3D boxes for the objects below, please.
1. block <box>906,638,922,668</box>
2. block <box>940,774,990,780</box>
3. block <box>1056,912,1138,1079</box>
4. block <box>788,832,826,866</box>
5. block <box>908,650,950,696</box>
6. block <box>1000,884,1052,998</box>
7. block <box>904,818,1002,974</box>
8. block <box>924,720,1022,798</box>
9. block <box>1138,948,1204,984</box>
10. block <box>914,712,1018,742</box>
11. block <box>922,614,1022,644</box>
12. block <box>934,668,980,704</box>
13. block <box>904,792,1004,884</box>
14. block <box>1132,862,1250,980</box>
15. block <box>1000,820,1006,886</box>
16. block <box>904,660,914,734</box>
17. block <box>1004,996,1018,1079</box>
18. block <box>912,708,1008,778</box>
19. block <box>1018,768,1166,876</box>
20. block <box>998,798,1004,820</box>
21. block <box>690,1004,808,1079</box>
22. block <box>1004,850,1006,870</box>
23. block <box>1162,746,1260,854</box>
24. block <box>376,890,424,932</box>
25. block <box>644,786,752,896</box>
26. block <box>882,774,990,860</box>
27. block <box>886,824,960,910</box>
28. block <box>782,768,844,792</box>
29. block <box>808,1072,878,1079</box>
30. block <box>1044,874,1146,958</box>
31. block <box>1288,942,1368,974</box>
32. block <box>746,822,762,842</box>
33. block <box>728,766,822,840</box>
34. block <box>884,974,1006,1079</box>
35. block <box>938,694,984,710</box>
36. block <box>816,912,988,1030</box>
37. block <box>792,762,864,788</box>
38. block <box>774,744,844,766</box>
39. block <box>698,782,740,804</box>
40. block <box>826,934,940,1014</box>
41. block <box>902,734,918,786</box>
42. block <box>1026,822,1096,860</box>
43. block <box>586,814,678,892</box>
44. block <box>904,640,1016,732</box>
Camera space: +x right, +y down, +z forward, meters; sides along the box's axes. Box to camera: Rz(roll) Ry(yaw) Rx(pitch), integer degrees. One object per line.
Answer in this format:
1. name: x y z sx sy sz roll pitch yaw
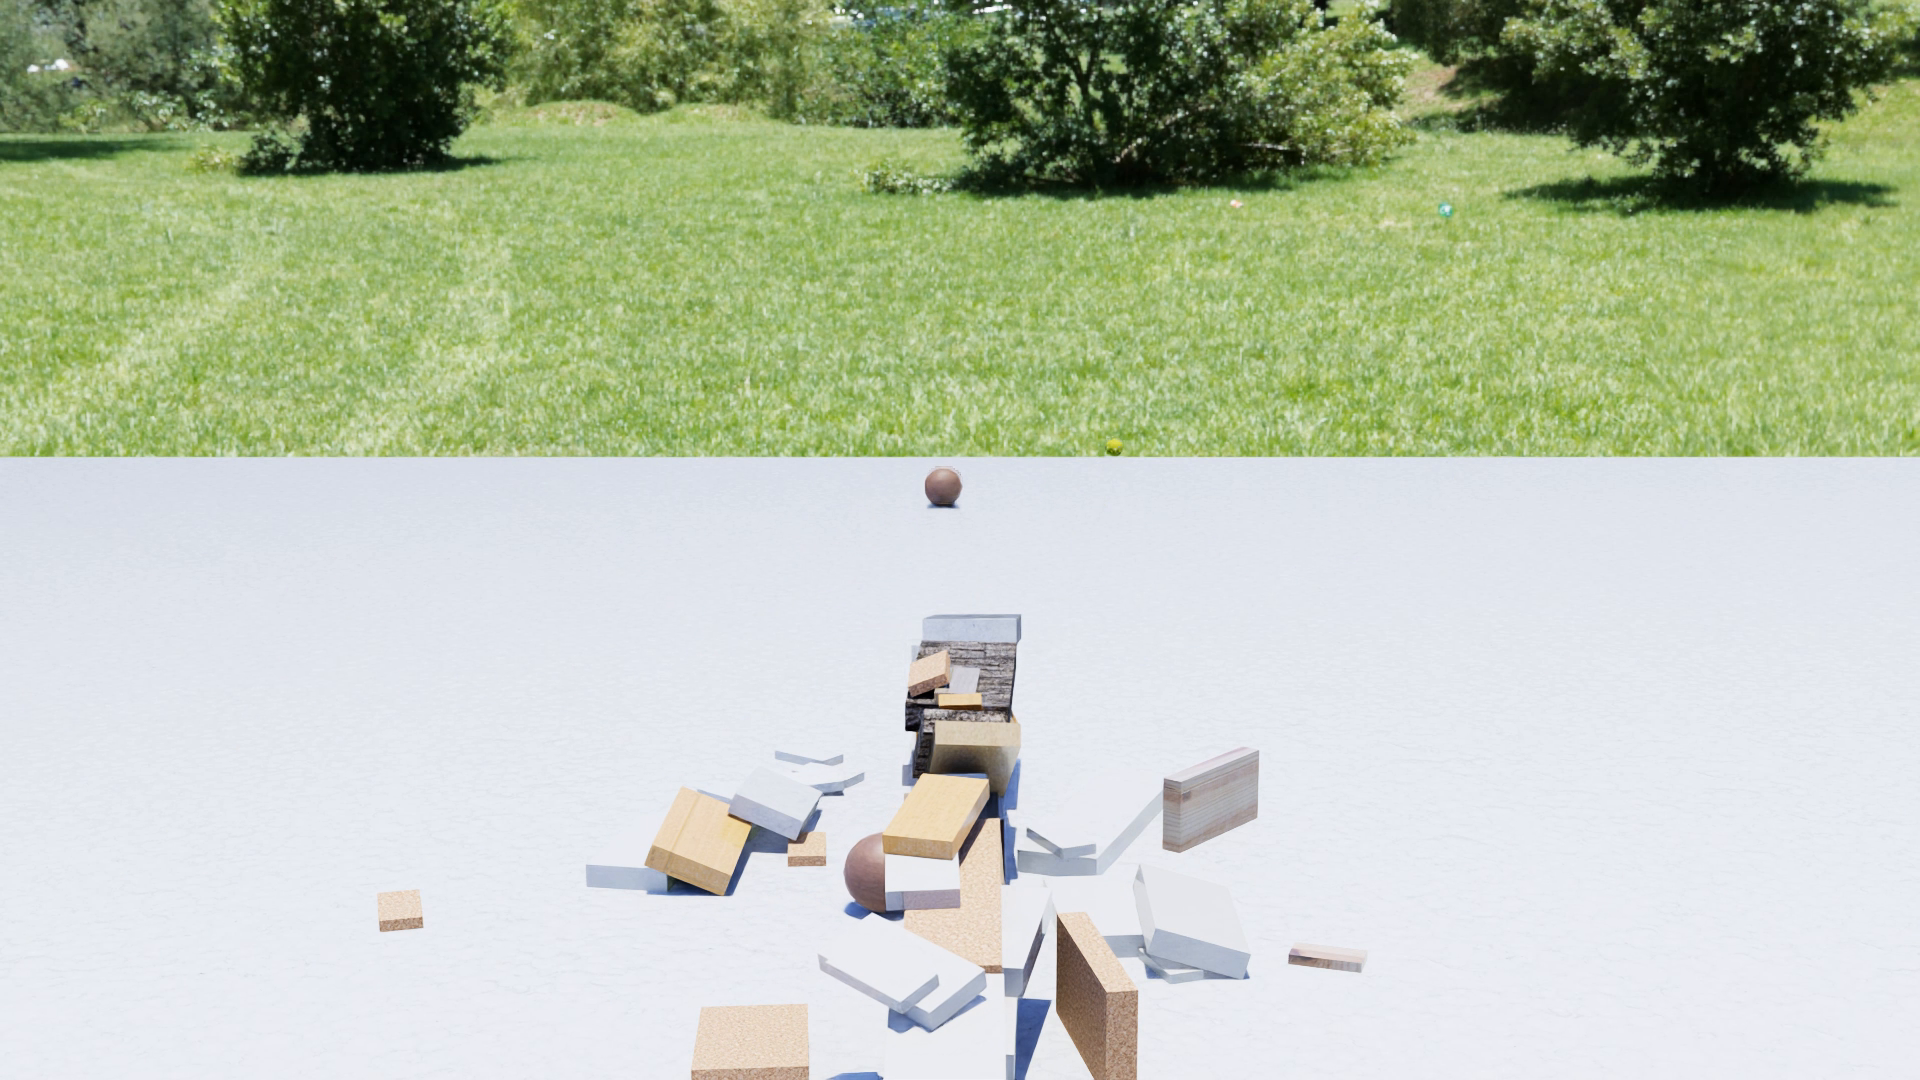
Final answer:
1. block: -0.013 0.220 4.243 0.173 0.049 0.346 0 0 -3
2. block: 0.005 0.379 3.426 0.076 0.022 0.152 -1 -9 3
3. block: 0.186 0.634 3.022 0.042 0.149 0.299 -2 11 -10
4. block: -0.269 0.543 3.868 0.067 0.019 0.133 -1 11 -3
5. block: -0.051 0.223 3.691 0.067 0.019 0.133 -21 13 6
6. block: 0.036 0.551 3.051 0.146 0.041 0.292 2 13 10
7. block: -0.009 0.497 3.038 0.131 0.037 0.420 -1 19 1
8. block: 0.014 0.368 3.520 0.131 0.037 0.391 2 -22 -4
9. block: 0.320 0.644 3.337 0.056 0.016 0.112 -4 11 -20
10. block: 0.007 0.323 3.847 0.171 0.048 0.342 1 2 -2
11. block: 0.027 0.171 4.214 0.173 0.049 0.346 0 0 3
12. block: -0.004 0.243 3.671 0.067 0.019 0.134 2 15 4
13. block: -0.012 0.472 3.357 0.148 0.042 0.297 0 20 -1
14. block: 0.358 0.592 3.435 0.149 0.042 0.299 16 10 -3
15. block: -0.005 0.553 3.390 0.148 0.042 0.297 0 38 0
16. block: -0.024 0.356 4.797 0.173 0.049 0.589 -1 11 -4
17. block: 0.004 0.617 2.944 0.146 0.041 0.404 0 12 3
18. block: -0.002 0.331 3.528 0.130 0.037 0.261 2 -22 -4
19. block: 0.254 0.510 3.988 0.142 0.040 0.518 4 11 20
20. block: -0.007 0.528 3.490 0.148 0.042 0.297 1 39 1
21. block: -0.278 0.684 2.945 0.149 0.042 0.299 -1 3 -4
22. block: 0.000 0.488 3.885 0.147 0.042 0.294 0 27 -1
23. block: 0.455 0.467 3.973 0.037 0.131 0.262 8 13 38
24. block: -0.907 0.600 3.563 0.068 0.019 0.136 -3 11 -16
25. block: -0.444 0.515 3.785 0.142 0.040 0.283 22 14 -2
26. block: -0.033 0.394 3.147 0.101 0.029 0.202 4 20 15
27. block: -0.053 0.453 3.068 0.101 0.029 0.203 -2 19 -1
28. block: -0.294 0.467 4.227 0.136 0.019 0.068 -6 18 -7
29. block: -0.192 0.726 2.867 0.175 0.025 0.087 -1 11 -5
30. block: 0.216 0.600 3.513 0.131 0.037 0.276 -1 11 -6
31. block: 0.563 0.639 3.364 0.112 0.016 0.056 4 11 19
32. block: -0.396 0.519 4.002 0.064 0.018 0.128 2 11 9
33. block: -0.333 0.475 3.991 0.131 0.037 0.262 22 6 2
34. block: -0.017 0.632 2.708 0.146 0.041 0.292 0 21 1
35. block: 0.009 0.306 3.570 0.067 0.019 0.227 -2 -29 4
36. block: -0.075 0.549 2.806 0.203 0.029 0.101 19 37 40
37. block: -0.258 0.461 4.312 0.128 0.018 0.064 6 12 30
38. block: -0.305 0.437 4.442 0.128 0.018 0.064 8 13 36
39. block: -0.426 0.487 4.169 0.142 0.019 0.068 10 14 42
40. block: -0.098 0.545 2.766 0.134 0.019 0.067 19 37 40
41. block: -0.025 0.379 3.819 0.131 0.037 0.261 1 8 3
42. block: 0.174 0.517 3.790 0.067 0.019 0.133 -5 12 -25
43. block: -0.534 0.541 3.822 0.142 0.040 0.283 2 11 10
44. block: 0.005 0.250 3.776 0.171 0.048 0.342 1 15 3
